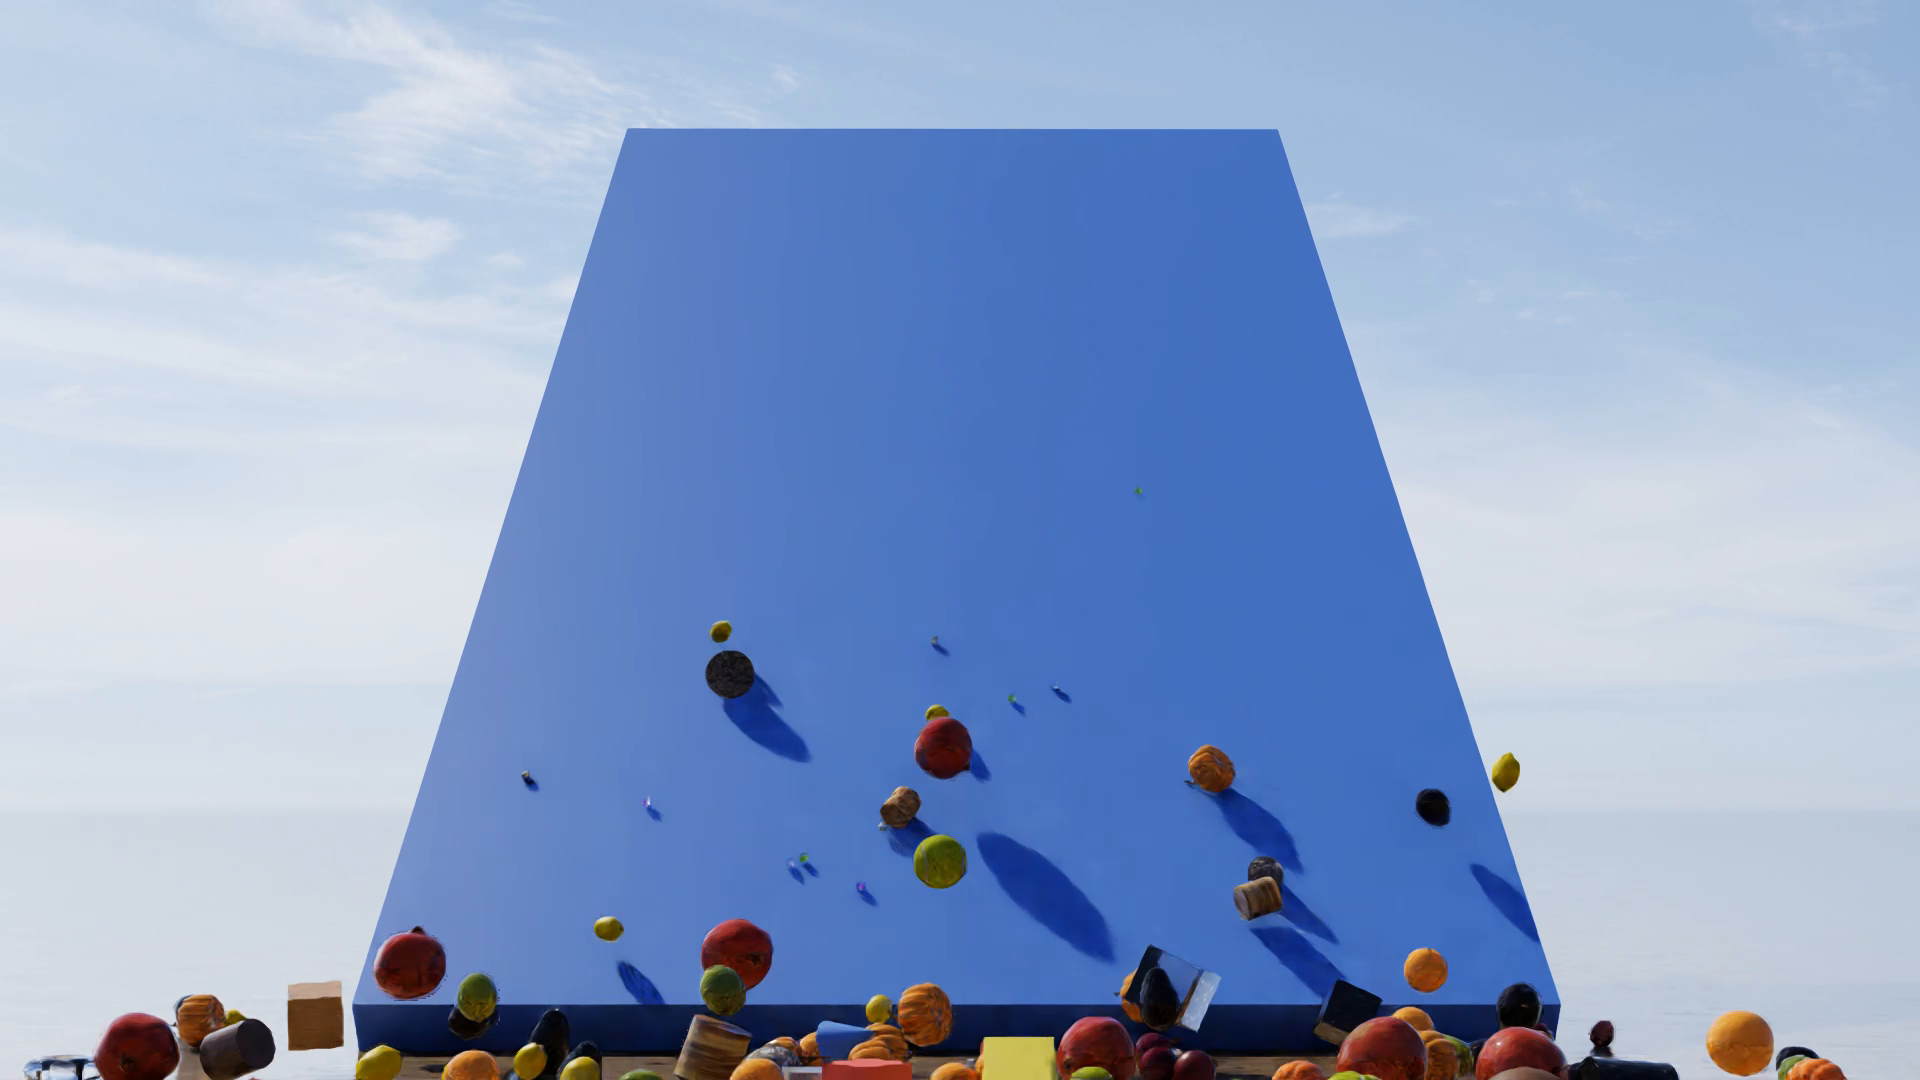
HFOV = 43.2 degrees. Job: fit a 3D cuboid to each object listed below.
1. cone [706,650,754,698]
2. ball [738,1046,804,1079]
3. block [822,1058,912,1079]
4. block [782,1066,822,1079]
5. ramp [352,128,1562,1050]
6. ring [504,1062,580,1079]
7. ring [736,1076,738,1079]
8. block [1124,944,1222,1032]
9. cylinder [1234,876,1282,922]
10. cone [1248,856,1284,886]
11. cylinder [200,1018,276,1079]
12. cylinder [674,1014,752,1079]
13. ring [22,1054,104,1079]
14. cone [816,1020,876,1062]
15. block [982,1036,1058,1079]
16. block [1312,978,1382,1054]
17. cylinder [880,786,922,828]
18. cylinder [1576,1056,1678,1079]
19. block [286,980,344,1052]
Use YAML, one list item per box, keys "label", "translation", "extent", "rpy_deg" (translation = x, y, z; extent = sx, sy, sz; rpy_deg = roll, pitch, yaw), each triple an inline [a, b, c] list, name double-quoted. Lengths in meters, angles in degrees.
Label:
- label: "cone"
  translation: [-0.458, 0.261, 4.821]
  extent: [0.096, 0.096, 0.096]
  rpy_deg: [1, 3, -7]
- label: "ball"
  translation: [-0.248, 0.713, 3.197]
  extent: [0.090, 0.090, 0.090]
  rpy_deg: [0, -6, 0]
- label: "block"
  translation: [-0.118, 0.705, 3.083]
  extent: [0.080, 0.080, 0.080]
  rpy_deg: [-6, -9, 44]
- label: "block"
  translation: [-0.193, 0.717, 3.129]
  extent: [0.066, 0.066, 0.066]
  rpy_deg: [2, -7, -13]
- label: "ramp"
  translation: [-0.014, -0.205, 5.756]
  extent: [2.000, 0.100, 4.000]
  rpy_deg: [0, 31, 0]
- label: "ring"
  translation: [-0.600, 0.773, 3.486]
  extent: [0.107, 0.036, 0.107]
  rpy_deg: [-1, -6, 0]
- label: "ring"
  translation: [-0.284, 0.777, 3.523]
  extent: [0.105, 0.035, 0.105]
  rpy_deg: [1, -5, 0]
- label: "block"
  translation: [0.328, 0.690, 3.736]
  extent: [0.092, 0.092, 0.092]
  rpy_deg: [22, -6, 33]
- label: "cylinder"
  translation: [0.513, 0.618, 4.182]
  extent: [0.063, 0.063, 0.063]
  rpy_deg: [-15, -2, -16]
- label: "cone"
  translation: [0.543, 0.586, 4.292]
  extent: [0.064, 0.064, 0.064]
  rpy_deg: [-1, 3, 11]
- label: "cylinder"
  translation: [-1.020, 0.721, 3.420]
  extent: [0.073, 0.073, 0.073]
  rpy_deg: [-23, -16, 24]
- label: "cylinder"
  translation: [-0.338, 0.702, 3.309]
  extent: [0.083, 0.083, 0.083]
  rpy_deg: [19, -5, 2]
- label: "ring"
  translation: [-1.327, 0.783, 3.587]
  extent: [0.113, 0.038, 0.113]
  rpy_deg: [0, -8, 0]
- label: "cone"
  translation: [-0.151, 0.712, 3.461]
  extent: [0.078, 0.078, 0.078]
  rpy_deg: [-24, -16, 23]
- label: "block"
  translation: [0.073, 0.674, 2.986]
  extent: [0.087, 0.087, 0.087]
  rpy_deg: [0, 27, -1]
- label: "block"
  translation: [0.620, 0.764, 3.889]
  extent: [0.077, 0.077, 0.077]
  rpy_deg: [24, -26, 7]
- label: "cylinder"
  translation: [-0.108, 0.488, 4.423]
  extent: [0.055, 0.055, 0.055]
  rpy_deg: [-4, 27, 33]
- label: "cylinder"
  translation: [0.802, 0.673, 2.911]
  extent: [0.097, 0.097, 0.097]
  rpy_deg: [5, -7, -4]
- label: "block"
  translation: [-0.991, 0.731, 3.729]
  extent: [0.080, 0.080, 0.080]
  rpy_deg: [-2, 7, -14]
